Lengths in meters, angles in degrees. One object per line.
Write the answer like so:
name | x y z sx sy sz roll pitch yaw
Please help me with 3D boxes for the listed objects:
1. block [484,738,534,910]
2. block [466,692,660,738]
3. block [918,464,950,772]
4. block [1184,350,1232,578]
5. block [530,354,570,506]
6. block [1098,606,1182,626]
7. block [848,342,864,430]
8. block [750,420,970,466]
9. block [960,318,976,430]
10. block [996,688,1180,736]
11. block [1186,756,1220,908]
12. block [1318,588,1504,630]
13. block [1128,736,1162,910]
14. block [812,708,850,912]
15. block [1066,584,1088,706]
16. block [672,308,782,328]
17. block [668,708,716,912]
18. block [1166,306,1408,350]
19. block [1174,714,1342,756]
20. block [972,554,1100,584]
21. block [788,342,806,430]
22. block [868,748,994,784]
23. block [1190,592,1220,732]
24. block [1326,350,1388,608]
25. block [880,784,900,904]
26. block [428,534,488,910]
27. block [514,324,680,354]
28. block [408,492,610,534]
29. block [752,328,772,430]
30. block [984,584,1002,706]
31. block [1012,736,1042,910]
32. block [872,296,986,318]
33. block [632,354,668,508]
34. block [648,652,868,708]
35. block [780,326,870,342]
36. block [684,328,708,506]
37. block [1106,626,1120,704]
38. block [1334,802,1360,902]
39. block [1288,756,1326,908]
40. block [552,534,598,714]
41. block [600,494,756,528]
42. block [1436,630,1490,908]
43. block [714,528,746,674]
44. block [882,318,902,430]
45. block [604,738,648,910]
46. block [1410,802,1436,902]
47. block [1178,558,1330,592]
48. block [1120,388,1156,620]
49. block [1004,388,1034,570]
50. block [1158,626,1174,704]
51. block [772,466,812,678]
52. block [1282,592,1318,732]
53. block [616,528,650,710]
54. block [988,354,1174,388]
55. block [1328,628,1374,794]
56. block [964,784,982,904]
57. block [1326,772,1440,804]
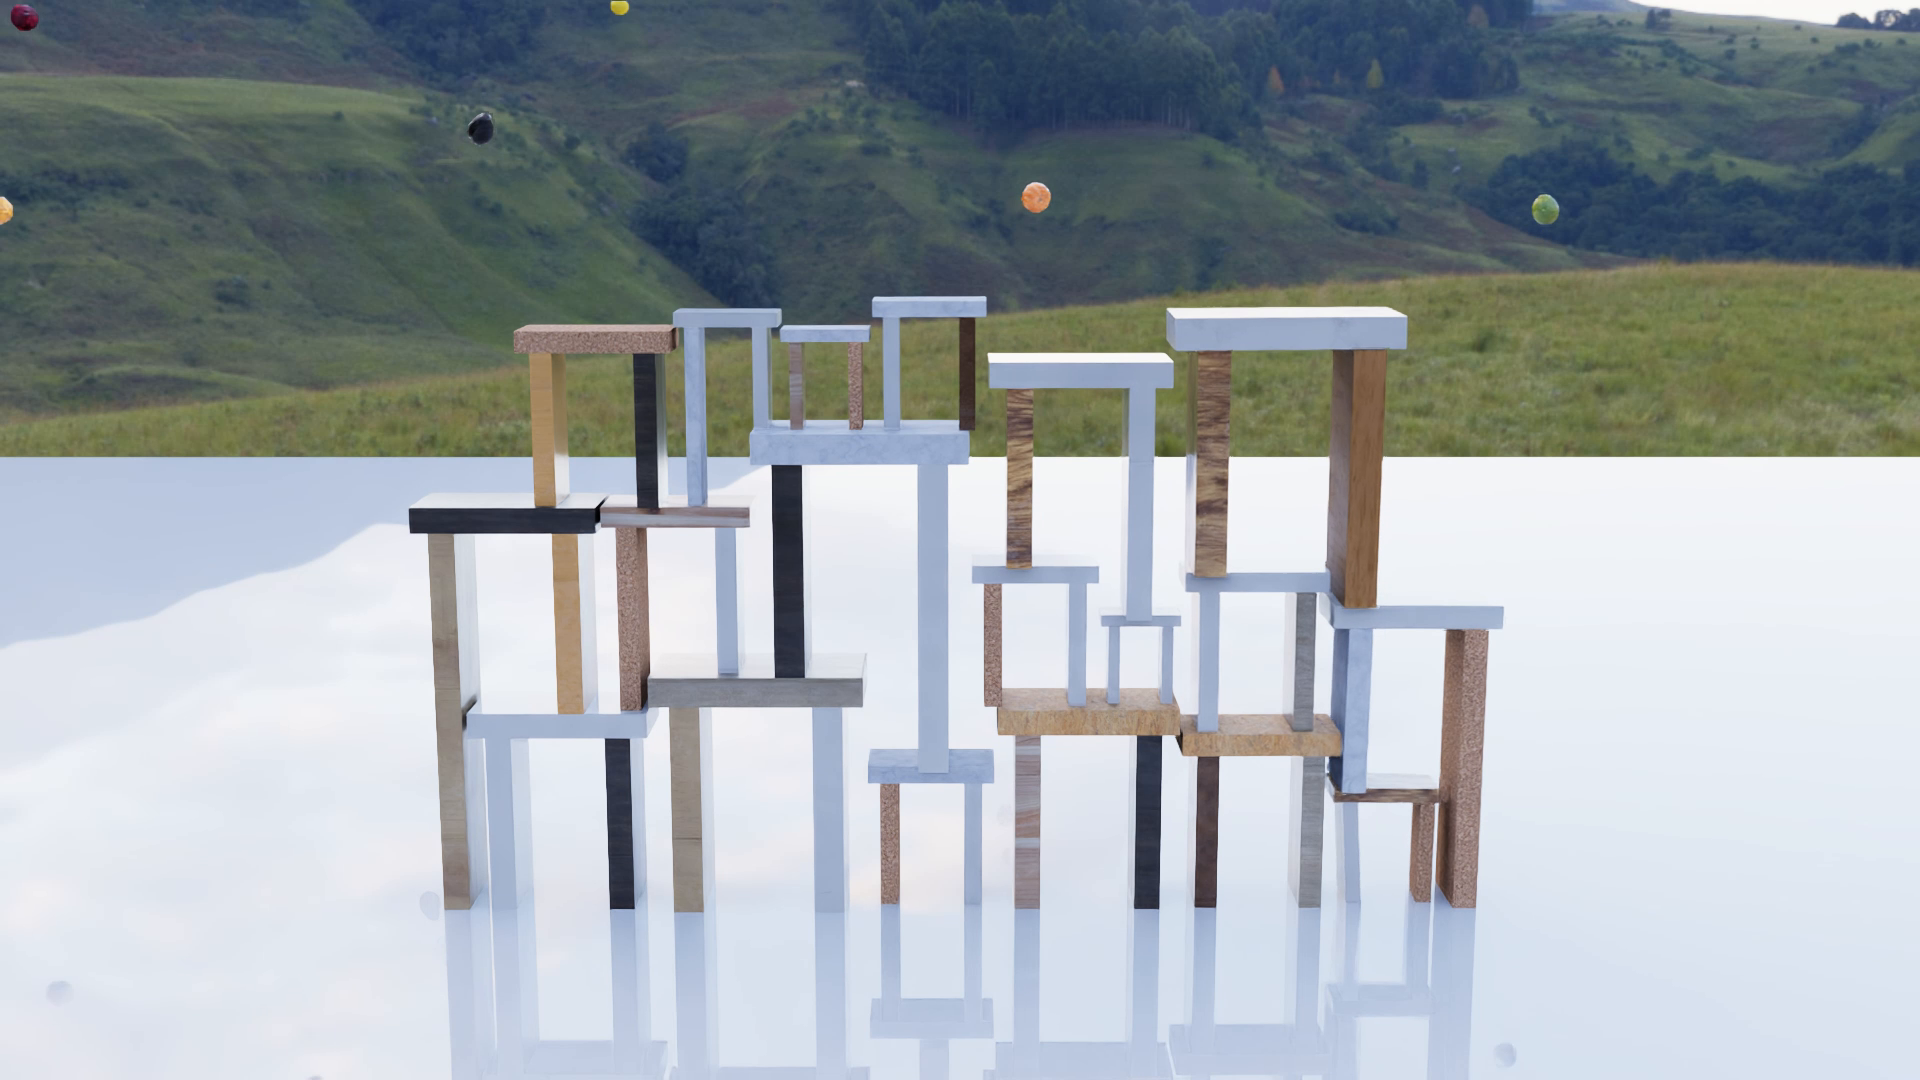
block | -0.745 0.449 3.639 0.041 0.289 0.144 0 11 0
block | -0.648 0.286 3.609 0.289 0.041 0.144 0 11 0
block | -0.043 0.113 3.578 0.049 0.501 0.172 0 11 0
block | 0.397 -0.134 3.534 0.051 0.358 0.179 0 10 1
block | -0.657 -0.184 3.524 0.034 0.243 0.122 0 11 0
block | 0.293 0.125 3.580 0.130 0.018 0.065 0 11 0
block | -0.166 -0.250 3.510 0.020 0.139 0.070 0 11 0
block | -0.157 -0.157 3.528 0.344 0.049 0.172 0 11 0
block | 0.012 -0.270 3.507 0.025 0.179 0.090 0 11 0
block | 0.208 0.281 3.611 0.293 0.042 0.147 0 11 0
block | 0.402 0.464 3.643 0.036 0.257 0.128 0 10 0
block | 0.731 0.111 3.574 0.272 0.039 0.136 0 10 -1
block | 0.305 0.446 3.641 0.042 0.293 0.147 0 11 0
block | -0.212 0.422 3.634 0.049 0.344 0.172 0 11 0
block | 0.189 0.161 3.589 0.029 0.203 0.102 0 11 0
block | -0.368 -0.353 3.491 0.163 0.023 0.081 0 11 1
block | -0.442 0.422 3.634 0.049 0.344 0.172 0 11 0
block | 0.515 -0.337 3.497 0.358 0.051 0.179 0 11 1
block | 0.487 0.320 3.617 0.257 0.036 0.128 0 10 -1
block | 0.121 0.046 3.568 0.203 0.029 0.102 0 11 0
block | -0.259 -0.250 3.510 0.020 0.139 0.070 0 11 0
block | -0.047 0.373 3.629 0.206 0.029 0.103 0 11 0
block | 0.400 0.187 3.600 0.033 0.231 0.116 0 10 -1
block | 0.634 -0.110 3.533 0.051 0.409 0.179 0 11 -1
block | -0.116 0.489 3.651 0.029 0.206 0.103 0 11 0
block | -0.822 0.284 3.608 0.042 0.624 0.147 0 11 0
block | -0.576 -0.320 3.499 0.243 0.034 0.121 0 11 0
block | -0.724 -0.043 3.548 0.294 0.042 0.147 0 11 0
block | -0.315 -0.261 3.508 0.023 0.163 0.081 0 11 0
block | 0.053 0.161 3.589 0.029 0.203 0.102 0 11 0
block | 0.110 0.446 3.641 0.042 0.293 0.147 0 11 0
block | -0.048 -0.370 3.488 0.179 0.025 0.090 0 11 0
block | -0.495 -0.183 3.524 0.034 0.245 0.121 0 11 0
block | -0.327 0.229 3.598 0.344 0.049 0.172 0 11 0
block | -0.213 -0.328 3.495 0.139 0.020 0.070 0 11 0
block | -0.423 -0.202 3.520 0.023 0.284 0.081 0 11 0
block | 0.250 0.197 3.594 0.018 0.130 0.065 0 11 0
block | 0.644 0.505 3.653 0.024 0.172 0.086 -3 10 0
block | 0.573 0.465 3.642 0.036 0.257 0.128 0 11 0
block | -0.626 0.122 3.578 0.042 0.294 0.147 0 11 0
block | -0.453 -0.047 3.554 0.238 0.034 0.119 0 11 0
block | 0.826 0.360 3.624 0.039 0.468 0.136 0 11 0
block | -0.374 0.087 3.578 0.034 0.238 0.119 0 10 0
block | -0.108 -0.269 3.507 0.025 0.179 0.090 0 11 0
block | -0.552 0.449 3.639 0.041 0.289 0.144 0 11 0
block | 0.768 0.505 3.654 0.024 0.172 0.086 1 11 4
block | 0.477 0.057 3.576 0.231 0.033 0.116 0 10 0
block | 0.286 -0.067 3.544 0.041 0.372 0.144 0 11 0
block | 0.094 -0.109 3.536 0.041 0.288 0.144 0 11 0
block | 0.336 0.197 3.594 0.018 0.130 0.065 0 11 0
block | -0.272 0.035 3.564 0.049 0.344 0.172 0 11 0
block | 0.555 0.187 3.601 0.033 0.231 0.116 0 10 -1
block | -0.532 0.118 3.584 0.034 0.300 0.119 0 11 0
block | 0.189 -0.270 3.506 0.288 0.041 0.144 0 11 0
block | 0.638 0.264 3.599 0.039 0.272 0.136 1 10 -1
block | 0.022 0.489 3.651 0.029 0.206 0.103 0 10 0
block | 0.696 0.409 3.630 0.172 0.024 0.086 1 10 0
